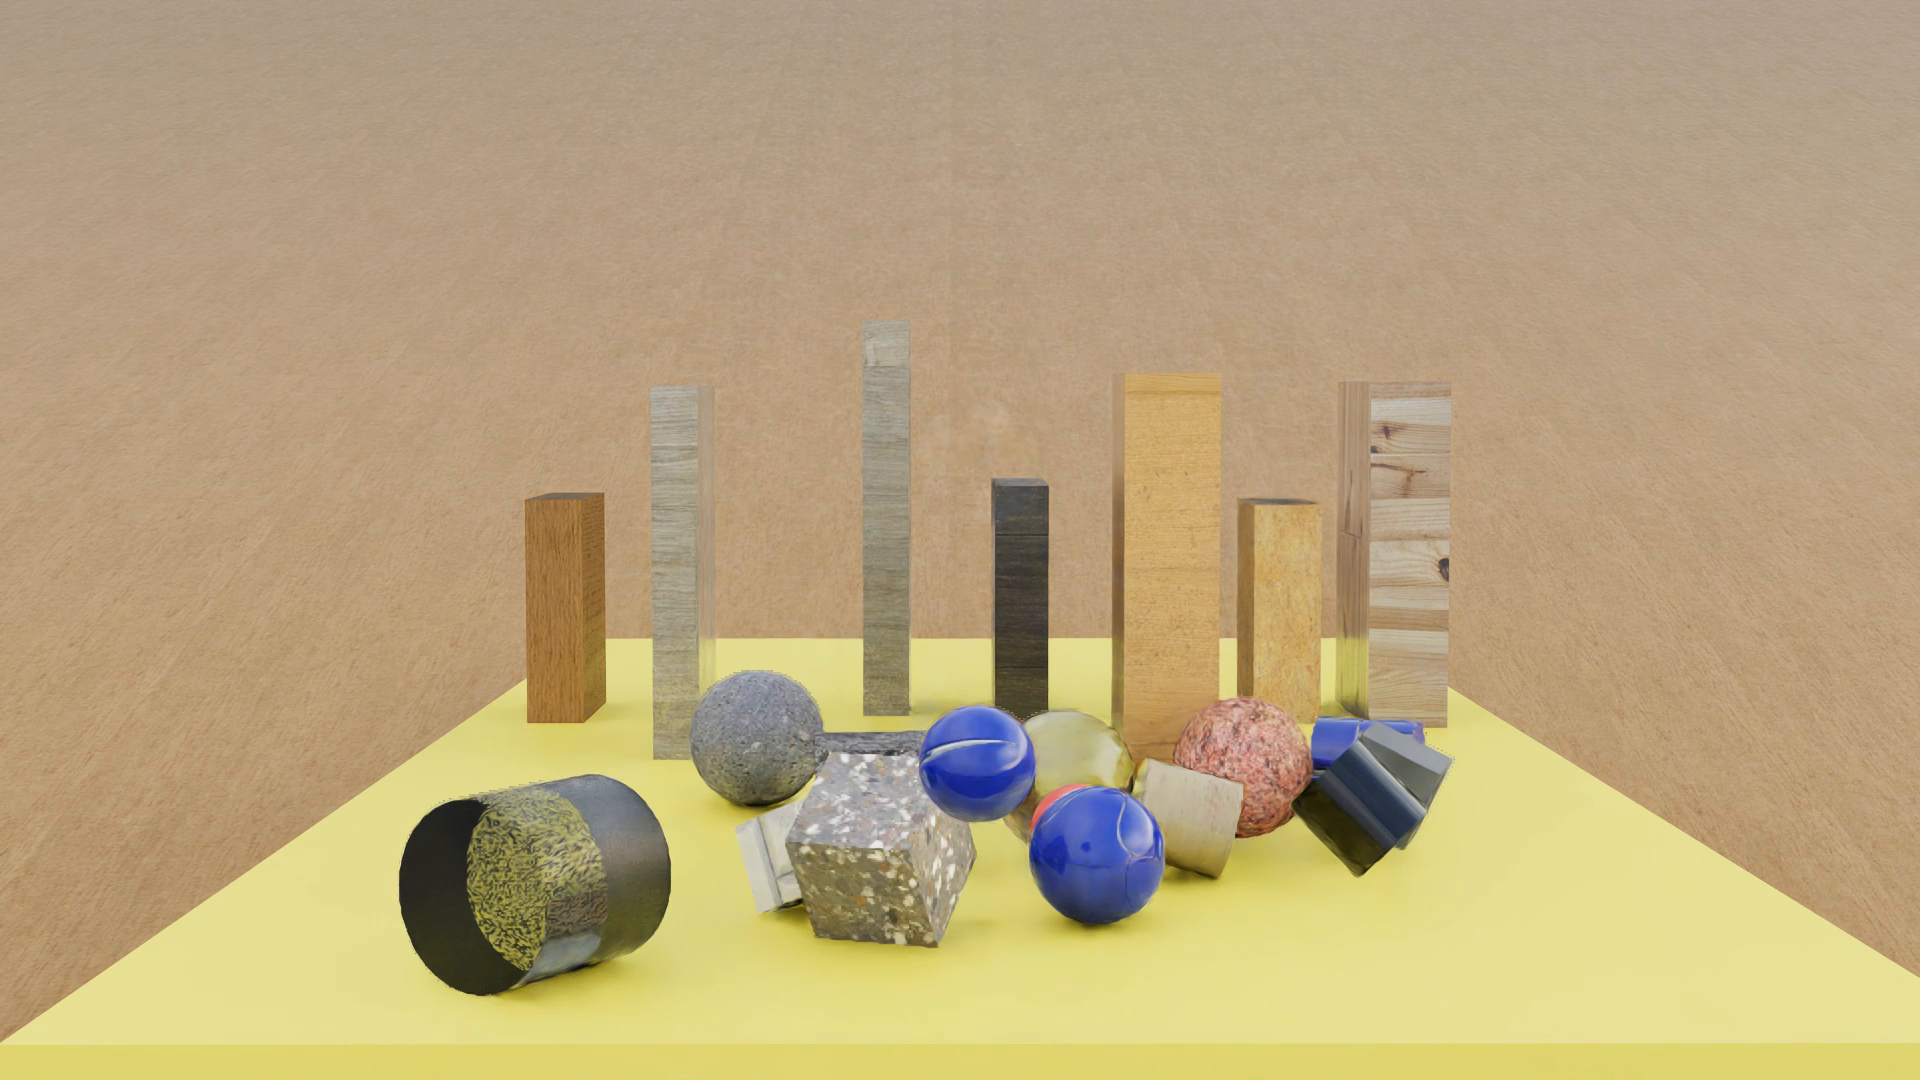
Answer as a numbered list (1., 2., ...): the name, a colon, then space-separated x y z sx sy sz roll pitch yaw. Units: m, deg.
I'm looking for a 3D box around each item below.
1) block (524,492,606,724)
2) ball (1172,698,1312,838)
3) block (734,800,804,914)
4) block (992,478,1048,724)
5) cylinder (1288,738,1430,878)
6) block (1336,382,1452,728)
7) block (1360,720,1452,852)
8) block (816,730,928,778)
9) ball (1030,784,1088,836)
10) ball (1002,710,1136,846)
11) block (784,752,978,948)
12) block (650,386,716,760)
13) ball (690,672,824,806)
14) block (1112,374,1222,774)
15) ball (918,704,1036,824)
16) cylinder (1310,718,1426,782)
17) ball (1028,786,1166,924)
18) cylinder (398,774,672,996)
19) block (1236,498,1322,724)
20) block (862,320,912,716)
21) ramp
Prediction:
1. block: -0.775 0.127 5.061 0.108 0.428 0.318 0 4 0
2. ball: 0.391 0.316 3.564 0.195 0.195 0.195 0 20 0
3. block: -0.187 0.383 3.152 0.110 0.110 0.110 -26 -15 38
4. block: 0.116 0.113 5.042 0.101 0.457 0.421 0 4 0
5. cylinder: 0.504 0.340 3.249 0.125 0.125 0.125 47 35 10
6. block: 0.843 0.016 5.028 0.149 0.652 0.419 0 4 0
7. block: 0.584 0.333 3.494 0.117 0.117 0.117 27 13 14
8. block: -0.106 0.354 3.436 0.174 0.174 0.174 0 4 -3
9. ball: 0.155 0.383 3.378 0.124 0.124 0.124 0 20 0
10. ball: 0.144 0.335 3.545 0.200 0.200 0.200 0 20 0
11. block: -0.090 0.361 3.002 0.154 0.154 0.154 1 38 21
12. block: -0.491 0.048 4.575 0.081 0.645 0.310 0 4 0
13. ball: -0.312 0.306 3.952 0.207 0.207 0.207 0 20 0
14. block: 0.301 0.087 3.791 0.136 0.664 0.292 0 4 0
15. ball: 0.018 0.236 2.704 0.125 0.125 0.125 0 20 0
16. cylinder: 0.608 0.342 3.827 0.149 0.149 0.149 1 19 19
17. ball: 0.165 0.380 3.093 0.166 0.166 0.166 0 20 0
18. cylinder: -0.464 0.374 2.815 0.210 0.210 0.210 12 9 30
19. block: 0.623 0.133 5.028 0.128 0.418 0.290 0 4 0
20. block: -0.145 -0.049 5.132 0.090 0.771 0.277 0 4 0
21. ramp: 0.047 0.424 4.534 2.000 0.100 4.000 0 4 0
